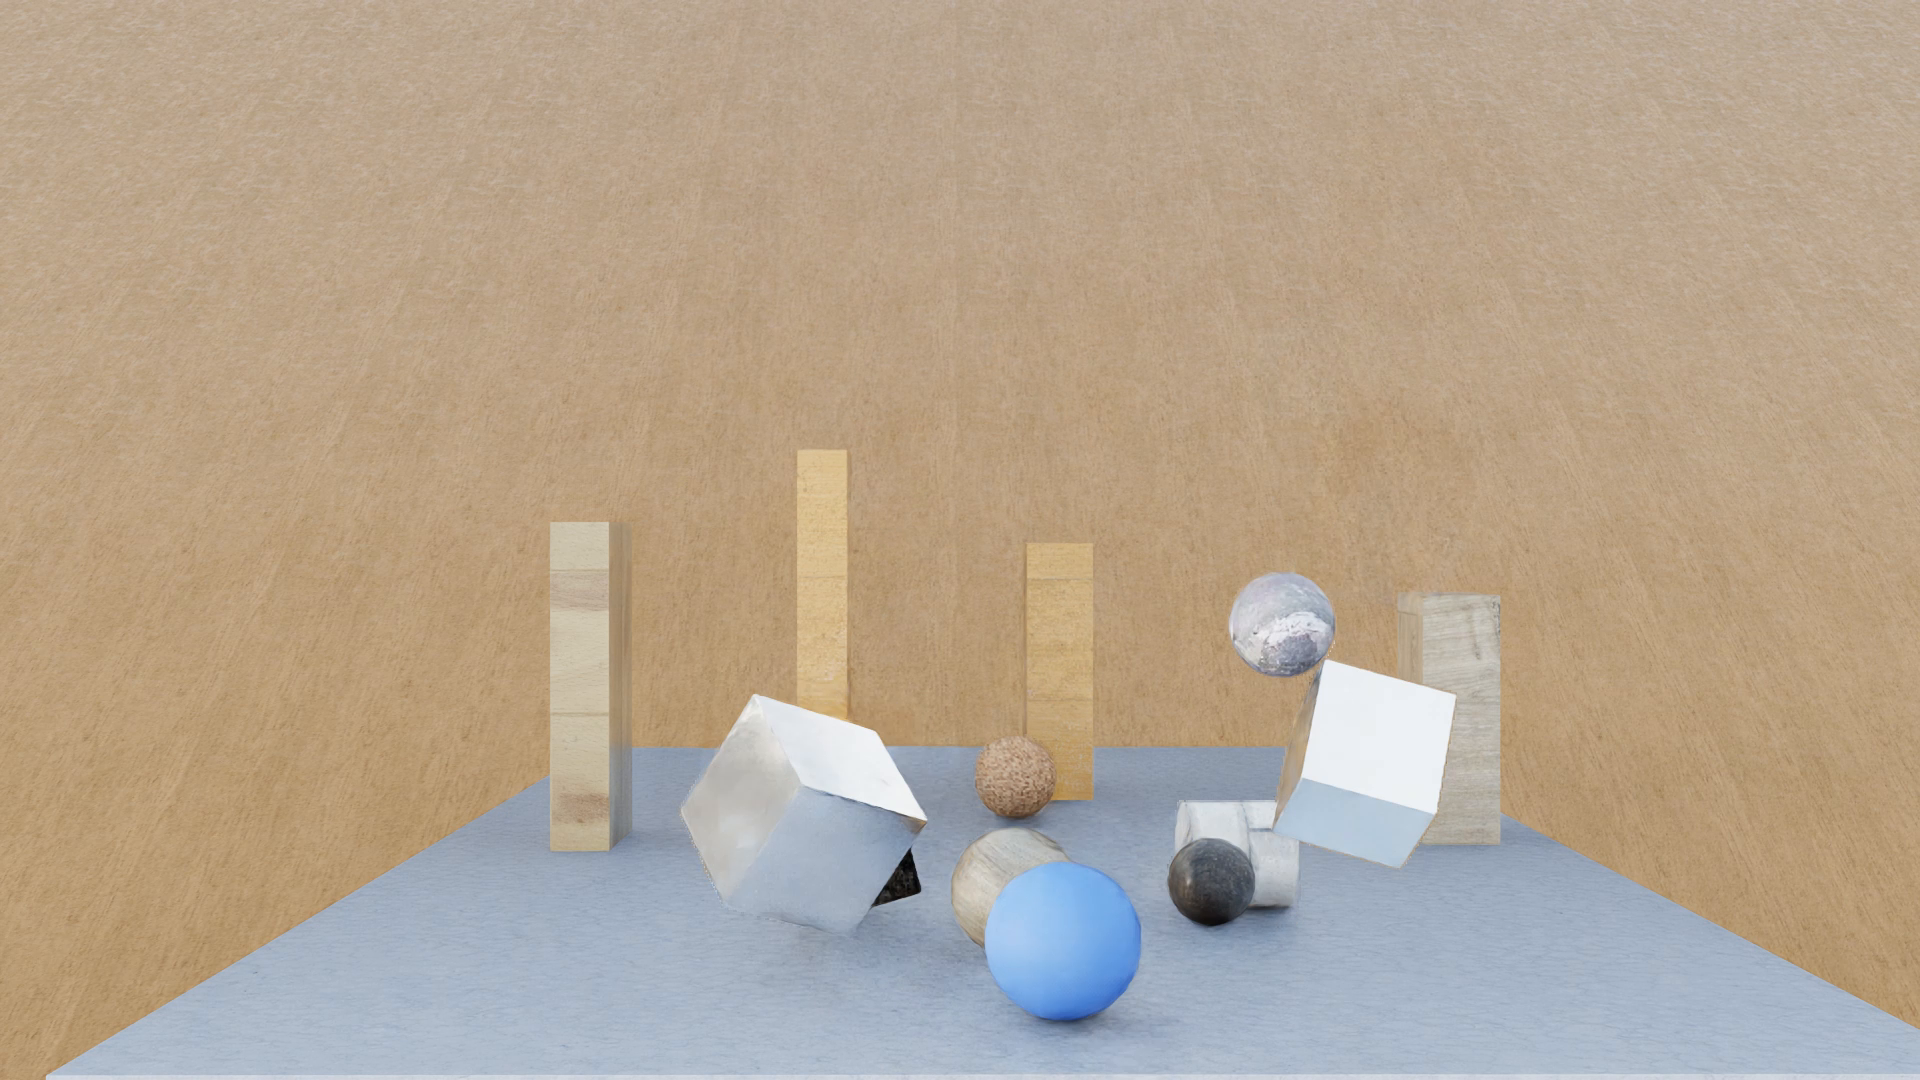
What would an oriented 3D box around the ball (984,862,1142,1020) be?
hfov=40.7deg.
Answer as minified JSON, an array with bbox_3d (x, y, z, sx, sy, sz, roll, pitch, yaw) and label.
[{"bbox_3d":[0.117,0.455,2.939,0.179,0.179,0.179,0,29,0],"label":"ball"}]

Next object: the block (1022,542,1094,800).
[{"bbox_3d":[0.206,0.271,5.530,0.136,0.529,0.398,0,0,0],"label":"block"}]

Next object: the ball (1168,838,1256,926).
[{"bbox_3d":[0.354,0.481,3.641,0.123,0.123,0.123,0,29,0],"label":"ball"}]

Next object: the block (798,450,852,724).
[{"bbox_3d":[-0.272,0.179,5.208,0.097,0.716,0.246,0,0,0],"label":"block"}]

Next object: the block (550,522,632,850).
[{"bbox_3d":[-0.660,0.254,4.647,0.102,0.571,0.319,0,0,0],"label":"block"}]

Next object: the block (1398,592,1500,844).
[{"bbox_3d":[0.886,0.318,4.701,0.137,0.440,0.267,0,0,0],"label":"block"}]

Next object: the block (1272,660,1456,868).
[{"bbox_3d":[0.449,0.250,2.887,0.150,0.150,0.150,15,59,1],"label":"block"}]

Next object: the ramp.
[{"bbox_3d":[0.066,0.589,4.640,2.000,0.100,4.000,0,0,0],"label":"ramp"}]

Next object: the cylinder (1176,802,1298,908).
[{"bbox_3d":[0.406,0.463,3.808,0.156,0.156,0.156,0,29,-4],"label":"cylinder"}]

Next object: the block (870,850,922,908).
[{"bbox_3d":[-0.136,0.440,3.696,0.121,0.121,0.121,-16,50,-4],"label":"block"}]

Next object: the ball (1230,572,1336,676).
[{"bbox_3d":[0.388,0.101,3.115,0.126,0.126,0.126,0,29,0],"label":"ball"}]

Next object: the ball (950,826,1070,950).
[{"bbox_3d":[0.071,0.459,3.378,0.168,0.168,0.168,0,29,0],"label":"ball"}]

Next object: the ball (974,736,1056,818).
[{"bbox_3d":[0.107,0.458,4.998,0.159,0.159,0.159,0,29,0],"label":"ball"}]

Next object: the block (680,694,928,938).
[{"bbox_3d":[-0.212,0.370,3.468,0.205,0.205,0.205,20,21,-34],"label":"block"}]
